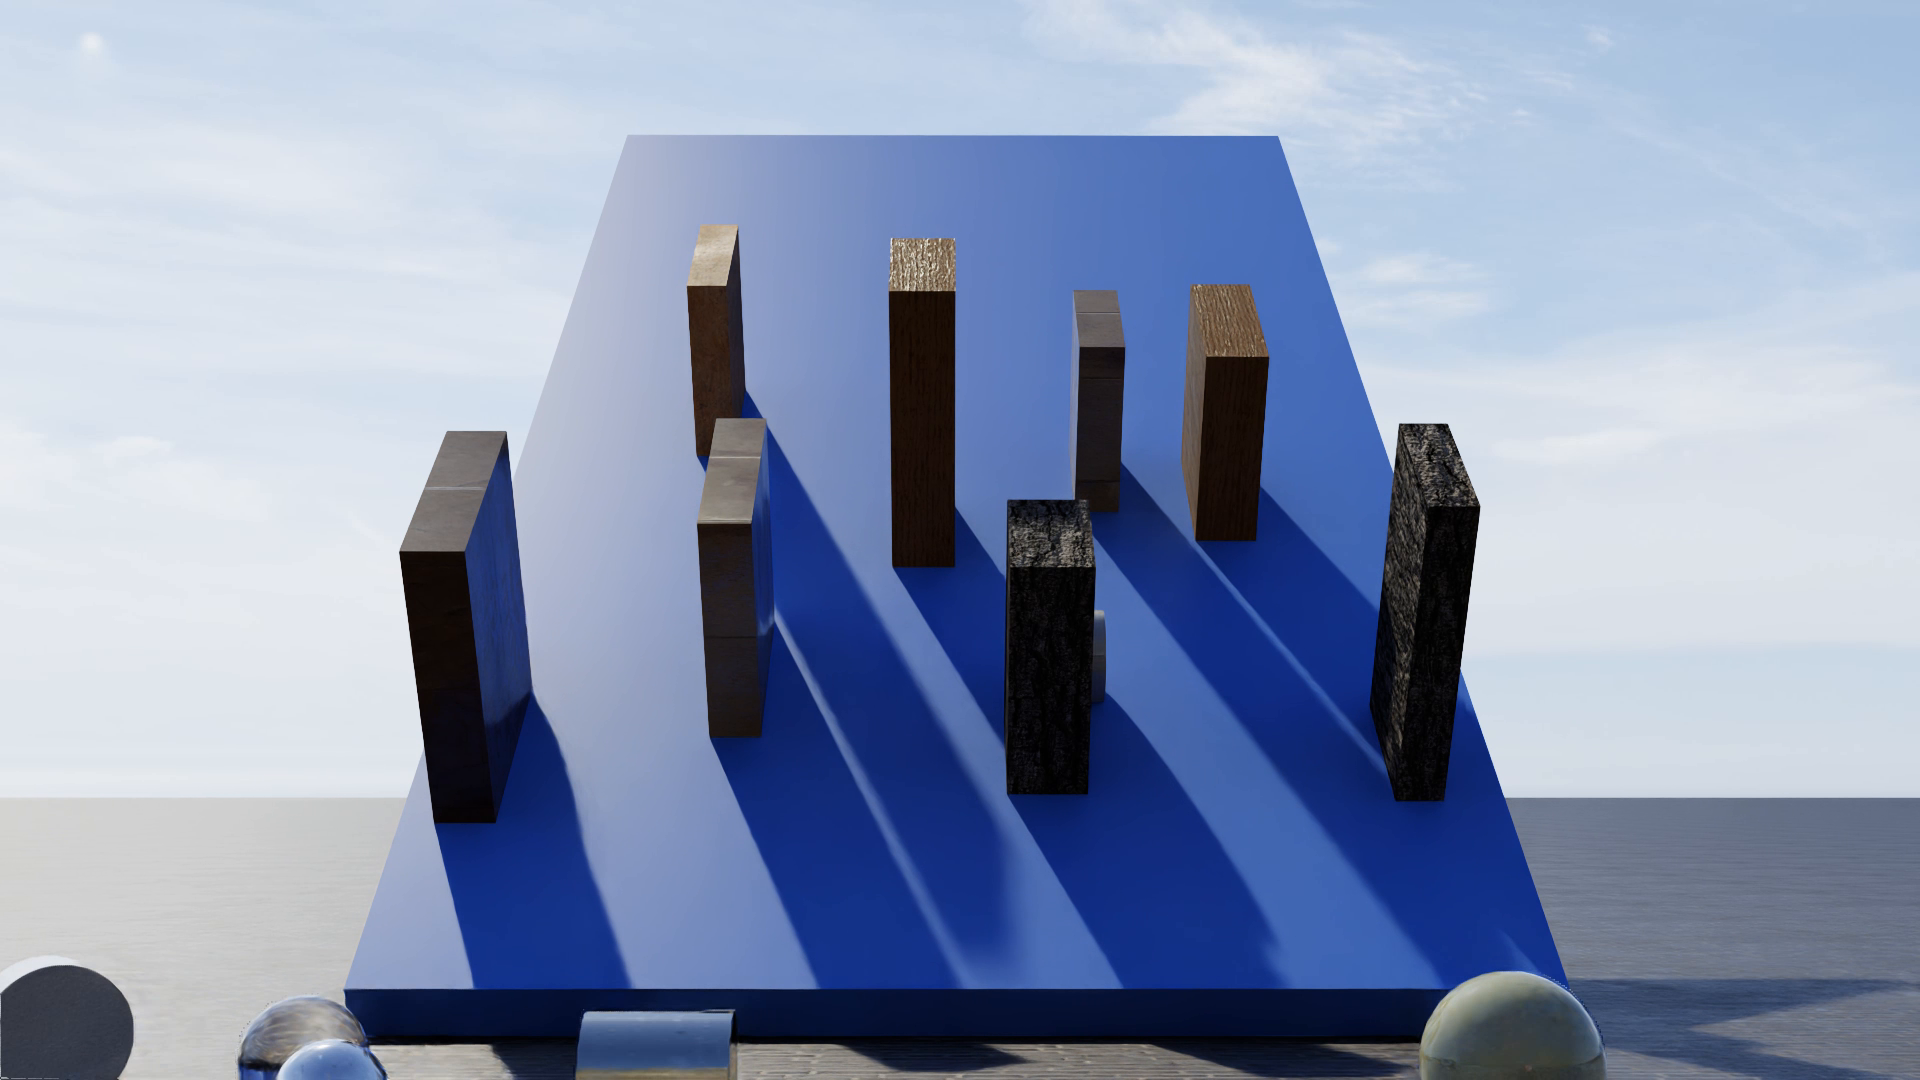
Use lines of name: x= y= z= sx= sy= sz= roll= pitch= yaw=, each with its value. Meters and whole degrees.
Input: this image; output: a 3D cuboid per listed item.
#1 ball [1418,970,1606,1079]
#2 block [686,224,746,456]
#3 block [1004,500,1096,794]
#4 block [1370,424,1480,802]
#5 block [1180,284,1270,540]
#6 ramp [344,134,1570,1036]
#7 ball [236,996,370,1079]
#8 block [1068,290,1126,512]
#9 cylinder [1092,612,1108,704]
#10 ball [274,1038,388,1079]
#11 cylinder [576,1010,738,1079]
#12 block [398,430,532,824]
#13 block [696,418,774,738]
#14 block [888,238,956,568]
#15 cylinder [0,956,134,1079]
ball: x=0.614 y=0.582 z=2.681 sx=0.203 sy=0.203 sz=0.203 roll=0 pitch=-6 yaw=0
block: x=-0.564 y=-0.467 z=5.606 sx=0.088 sy=0.426 sz=0.353 roll=0 pitch=30 yaw=0
block: x=0.160 y=0.196 z=4.389 sx=0.148 sy=0.481 sz=0.243 roll=0 pitch=30 yaw=0
block: x=0.837 y=0.132 z=4.372 sx=0.088 sy=0.612 sz=0.312 roll=0 pitch=30 yaw=0
block: x=0.575 y=-0.281 z=5.272 sx=0.131 sy=0.440 sz=0.372 roll=0 pitch=30 yaw=0
ramp: x=-0.013 y=-0.213 z=5.694 sx=2.000 sy=0.100 sz=4.000 roll=0 pitch=30 yaw=0
ball: x=-0.791 y=0.629 z=2.906 sx=0.156 sy=0.156 sz=0.156 roll=0 pitch=-6 yaw=0
block: x=0.302 y=-0.311 z=5.362 sx=0.098 sy=0.401 sz=0.300 roll=0 pitch=30 yaw=0
cylinder: x=0.187 y=0.224 z=4.647 sx=0.177 sy=0.177 sz=0.177 roll=4 pitch=-6 yaw=-3
ball: x=-0.693 y=0.616 z=2.655 sx=0.130 sy=0.130 sz=0.130 roll=0 pitch=-6 yaw=0
cylinder: x=-0.330 y=0.598 z=2.641 sx=0.162 sy=0.162 sz=0.162 roll=0 pitch=-6 yaw=-2
block: x=-0.888 y=0.153 z=4.375 sx=0.110 sy=0.562 sz=0.445 roll=0 pitch=30 yaw=0
block: x=-0.426 y=0.068 z=4.627 sx=0.098 sy=0.463 sz=0.419 roll=0 pitch=30 yaw=0
block: x=-0.077 y=-0.287 z=5.078 sx=0.133 sy=0.637 sz=0.272 roll=0 pitch=30 yaw=0
cylinder: x=-1.184 y=0.640 z=3.140 sx=0.183 sy=0.183 sz=0.183 roll=3 pitch=-7 yaw=-26
